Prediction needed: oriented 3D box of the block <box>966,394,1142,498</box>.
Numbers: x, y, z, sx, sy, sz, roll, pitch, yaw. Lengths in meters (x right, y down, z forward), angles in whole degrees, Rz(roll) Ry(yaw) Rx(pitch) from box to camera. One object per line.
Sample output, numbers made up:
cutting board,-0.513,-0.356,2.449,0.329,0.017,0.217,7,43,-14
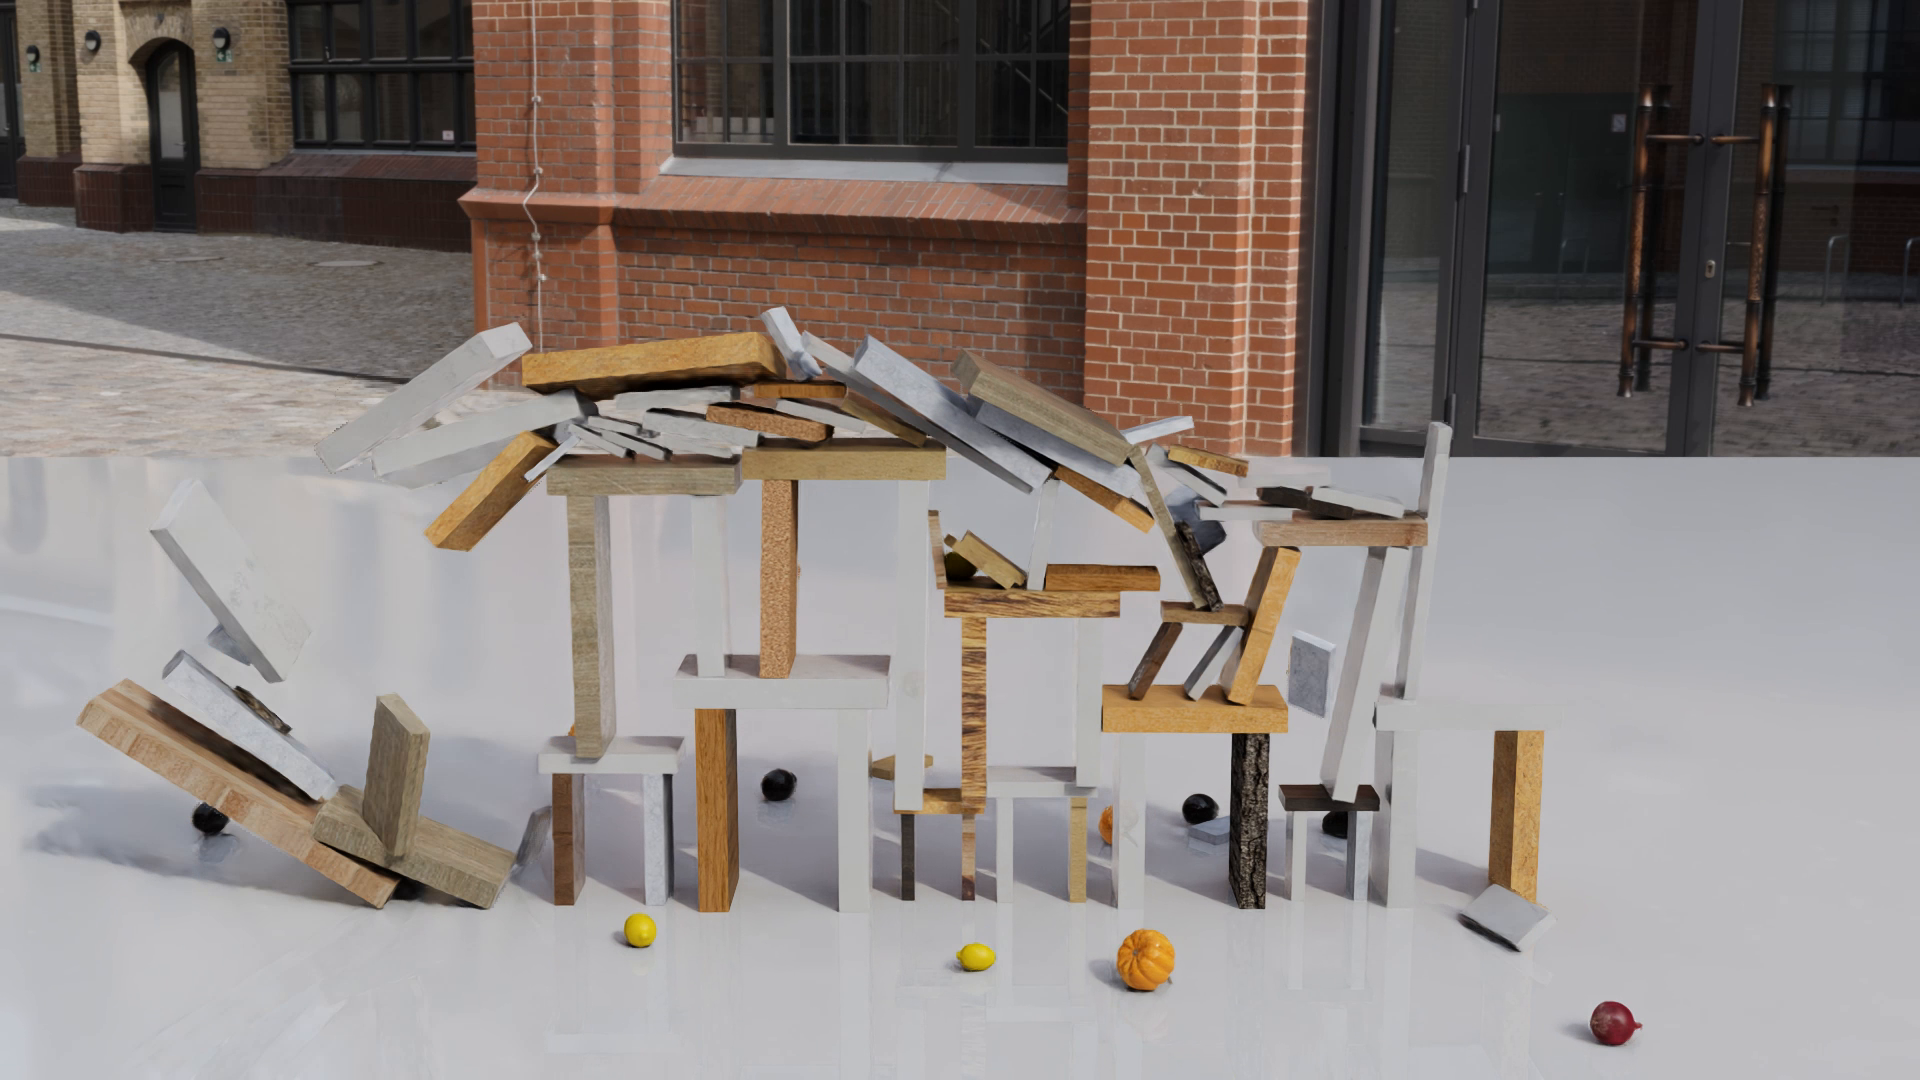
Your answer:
block,0.147,-0.162,3.514,0.280,0.040,0.140,26,11,-13

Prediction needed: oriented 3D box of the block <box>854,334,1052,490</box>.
block,-0.013,-0.205,3.508,0.349,0.040,0.140,33,11,-11

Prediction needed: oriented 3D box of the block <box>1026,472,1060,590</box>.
block,0.135,-0.017,3.552,0.026,0.183,0.091,9,11,0

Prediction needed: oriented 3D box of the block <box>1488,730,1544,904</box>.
block,0.921,0.441,3.646,0.043,0.301,0.150,0,11,0

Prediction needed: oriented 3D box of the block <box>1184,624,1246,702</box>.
block,0.416,0.194,3.594,0.020,0.139,0.069,34,9,-6

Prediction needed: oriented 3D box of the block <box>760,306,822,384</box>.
block,-0.270,-0.313,3.520,0.018,0.125,0.063,-30,0,22

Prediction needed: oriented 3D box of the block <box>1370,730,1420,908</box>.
block,0.721,0.441,3.646,0.043,0.301,0.150,0,11,0

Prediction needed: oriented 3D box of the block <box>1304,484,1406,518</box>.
block,0.636,-0.067,3.544,0.149,0.021,0.075,12,10,-1

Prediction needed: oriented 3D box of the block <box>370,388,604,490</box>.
block,-0.769,-0.164,3.596,0.340,0.048,0.170,-16,-7,2

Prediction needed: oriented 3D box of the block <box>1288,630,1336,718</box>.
block,0.555,0.211,3.474,0.068,0.136,0.019,24,44,31

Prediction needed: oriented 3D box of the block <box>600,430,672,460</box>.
block,-0.518,-0.153,3.527,0.105,0.015,0.053,20,7,6

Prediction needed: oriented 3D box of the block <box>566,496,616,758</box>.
block,-0.598,0.126,3.579,0.042,0.430,0.148,0,11,0

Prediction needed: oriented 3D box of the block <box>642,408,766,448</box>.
block,-0.410,-0.182,3.529,0.184,0.026,0.092,9,10,2

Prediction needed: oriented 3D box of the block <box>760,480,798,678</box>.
block,-0.293,0.049,3.565,0.045,0.320,0.160,2,11,0

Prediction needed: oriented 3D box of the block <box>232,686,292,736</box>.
block,-1.167,0.285,3.677,0.104,0.015,0.052,39,-11,7

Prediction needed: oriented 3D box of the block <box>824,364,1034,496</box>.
block,-0.047,-0.183,3.521,0.381,0.018,0.063,31,13,-5

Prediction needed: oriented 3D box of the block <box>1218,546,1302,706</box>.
block,0.488,0.127,3.584,0.037,0.262,0.131,17,10,-3

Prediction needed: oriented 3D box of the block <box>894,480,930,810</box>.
block,-0.078,0.157,3.585,0.045,0.540,0.160,1,11,0

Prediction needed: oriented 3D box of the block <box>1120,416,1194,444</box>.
block,0.306,-0.176,3.567,0.131,0.018,0.063,-16,9,-20

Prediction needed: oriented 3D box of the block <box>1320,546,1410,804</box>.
block,0.660,0.207,3.600,0.037,0.425,0.131,10,10,-2

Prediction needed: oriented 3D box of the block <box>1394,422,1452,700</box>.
block,0.750,0.034,3.564,0.021,0.445,0.075,5,11,-1

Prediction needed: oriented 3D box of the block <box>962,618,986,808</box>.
block,0.022,0.266,3.612,0.040,0.316,0.140,0,10,0

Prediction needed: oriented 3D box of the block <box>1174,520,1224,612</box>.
block,0.385,0.042,3.563,0.020,0.144,0.072,-24,12,1

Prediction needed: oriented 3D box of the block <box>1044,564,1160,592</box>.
block,0.230,0.061,3.565,0.183,0.026,0.091,1,10,1

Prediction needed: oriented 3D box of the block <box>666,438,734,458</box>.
block,-0.417,-0.147,3.520,0.105,0.015,0.053,10,1,-4

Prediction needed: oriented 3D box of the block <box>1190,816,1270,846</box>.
block,0.487,0.522,3.980,0.136,0.019,0.068,-8,13,-38

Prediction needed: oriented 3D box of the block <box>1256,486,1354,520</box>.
block,0.555,-0.064,3.548,0.148,0.021,0.074,12,10,-1

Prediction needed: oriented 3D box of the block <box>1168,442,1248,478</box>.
block,0.397,-0.128,3.523,0.127,0.018,0.063,13,12,3

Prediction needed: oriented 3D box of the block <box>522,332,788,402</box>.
block,-0.489,-0.275,3.541,0.388,0.048,0.170,-5,-8,10

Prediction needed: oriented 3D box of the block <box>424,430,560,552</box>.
block,-0.751,-0.078,3.555,0.033,0.235,0.117,47,7,11

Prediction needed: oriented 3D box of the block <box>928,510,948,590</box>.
block,-0.035,0.015,3.559,0.017,0.120,0.060,-7,10,1

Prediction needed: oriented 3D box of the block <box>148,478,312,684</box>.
block,-1.183,0.070,3.583,0.033,0.355,0.117,-7,42,21

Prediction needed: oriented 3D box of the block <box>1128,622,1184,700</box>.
block,0.319,0.191,3.596,0.020,0.139,0.069,28,9,-6

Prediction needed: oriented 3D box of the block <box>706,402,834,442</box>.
block,-0.302,-0.190,3.518,0.185,0.026,0.092,11,10,12

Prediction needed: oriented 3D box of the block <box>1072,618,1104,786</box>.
block,0.208,0.249,3.607,0.040,0.280,0.140,0,11,0

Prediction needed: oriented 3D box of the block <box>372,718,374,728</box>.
block,-0.955,0.316,3.693,0.052,0.015,0.103,8,4,-21

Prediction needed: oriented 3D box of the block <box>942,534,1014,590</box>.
block,0.030,0.035,3.540,0.120,0.017,0.060,36,0,-18

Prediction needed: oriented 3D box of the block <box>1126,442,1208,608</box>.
block,0.332,-0.026,3.567,0.020,0.285,0.072,-24,8,1

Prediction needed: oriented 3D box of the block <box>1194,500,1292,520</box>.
block,0.457,-0.048,3.551,0.148,0.021,0.074,0,11,0

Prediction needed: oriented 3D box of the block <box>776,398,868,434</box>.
block,-0.219,-0.204,3.516,0.142,0.020,0.071,15,13,0

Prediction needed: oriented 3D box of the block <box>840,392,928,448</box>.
block,-0.119,-0.194,3.516,0.142,0.020,0.071,25,13,-2

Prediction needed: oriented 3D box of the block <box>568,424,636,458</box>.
block,-0.576,-0.159,3.537,0.103,0.015,0.051,25,6,11

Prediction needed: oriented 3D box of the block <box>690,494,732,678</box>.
block,-0.403,0.060,3.569,0.042,0.296,0.148,-1,11,-1

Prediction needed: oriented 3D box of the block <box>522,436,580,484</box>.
block,-0.656,-0.130,3.525,0.103,0.015,0.051,-41,8,-10
